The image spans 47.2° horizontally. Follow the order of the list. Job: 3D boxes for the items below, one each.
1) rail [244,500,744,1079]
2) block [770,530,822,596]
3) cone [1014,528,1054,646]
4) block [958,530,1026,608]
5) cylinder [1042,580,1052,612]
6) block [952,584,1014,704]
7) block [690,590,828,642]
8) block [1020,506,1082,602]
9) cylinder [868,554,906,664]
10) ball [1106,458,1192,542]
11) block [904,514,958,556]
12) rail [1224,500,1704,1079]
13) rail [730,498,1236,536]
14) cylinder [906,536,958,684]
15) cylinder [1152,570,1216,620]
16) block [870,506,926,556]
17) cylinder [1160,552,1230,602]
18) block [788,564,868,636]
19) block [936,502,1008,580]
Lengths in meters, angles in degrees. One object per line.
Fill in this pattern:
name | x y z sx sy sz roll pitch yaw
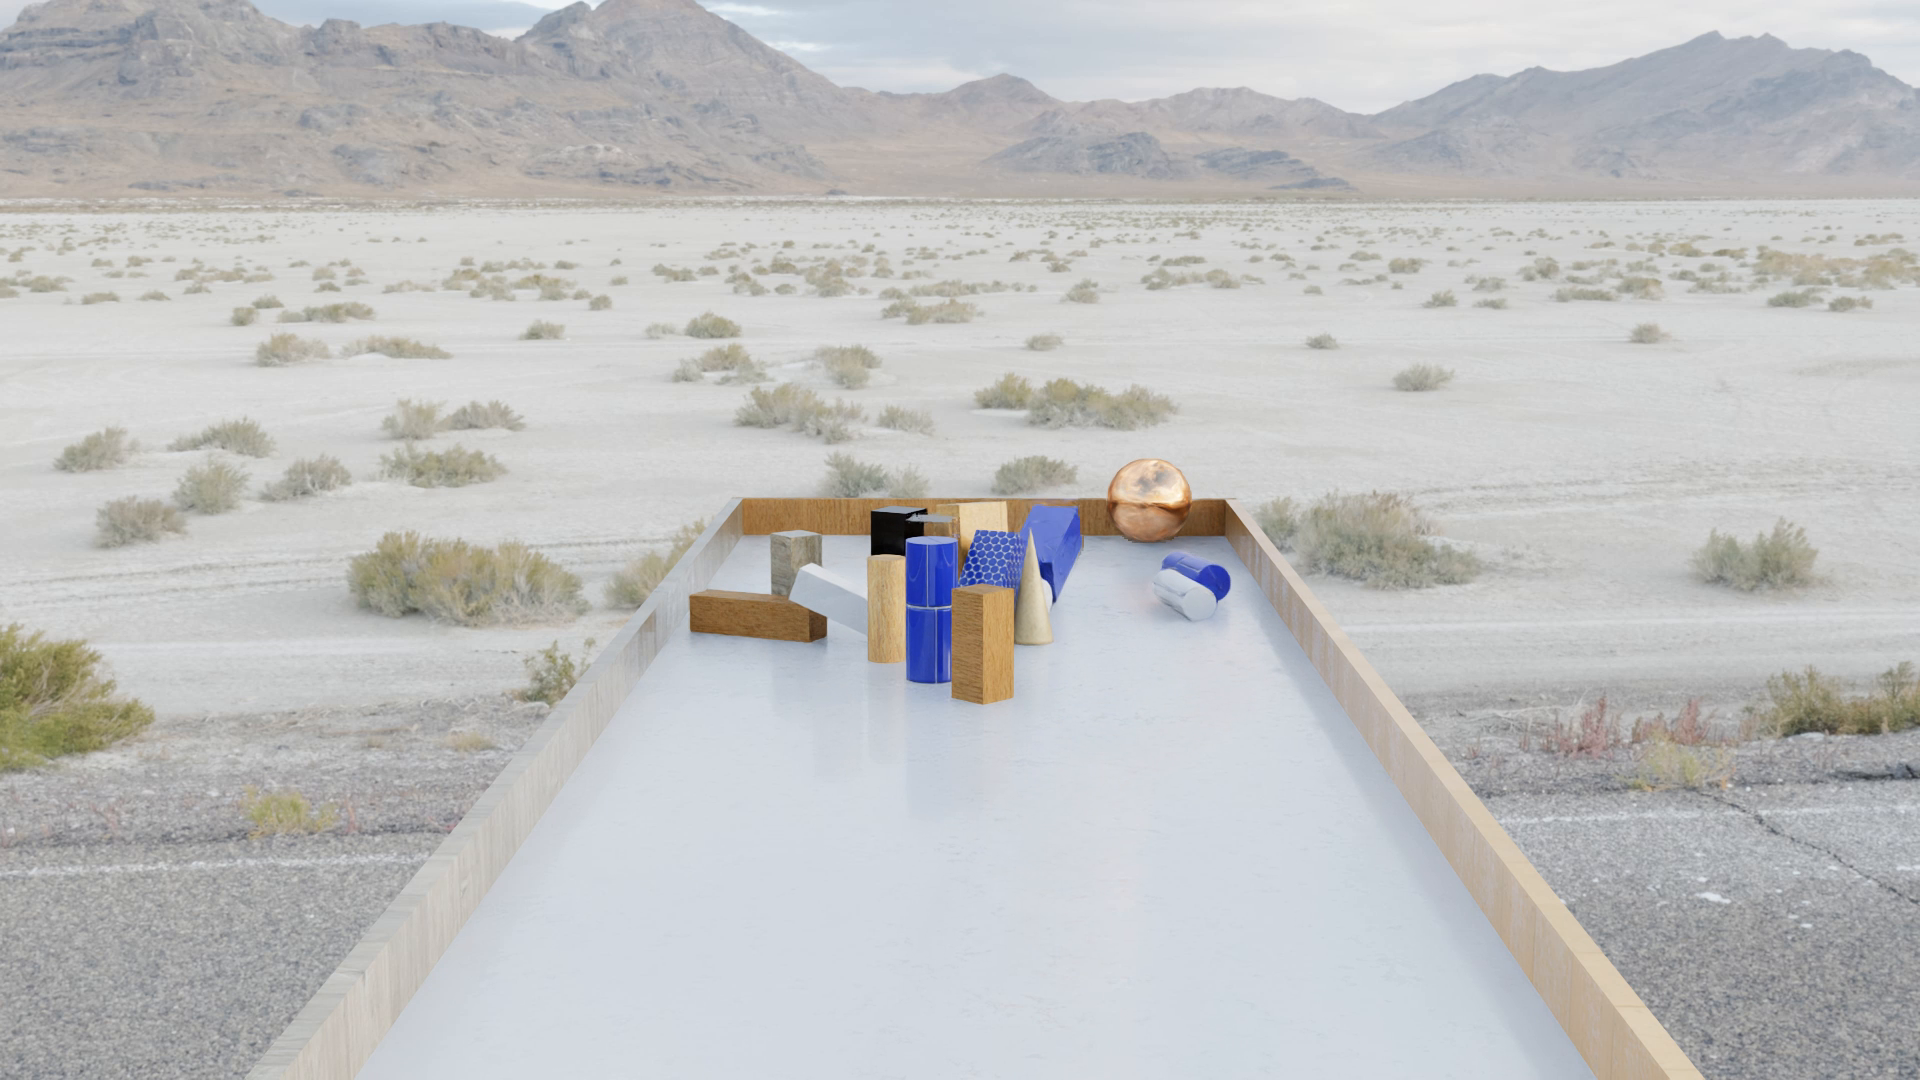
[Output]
rail | -1.004 0.839 3.234 0.050 0.150 12.000 0 9 1
block | -0.537 0.129 7.230 0.121 0.303 0.121 -7 11 -37
cone | 0.225 0.139 6.950 0.144 0.368 0.144 -1 9 0
block | 0.098 0.146 7.005 0.150 0.319 0.150 4 -31 26
cylinder | 0.140 0.183 7.410 0.328 0.139 0.139 8 12 40
block | 0.064 0.291 6.178 0.124 0.312 0.124 9 13 44
block | -0.651 0.243 7.091 0.440 0.120 0.120 4 10 24
block | 0.300 0.046 7.781 0.163 0.163 0.382 3 31 17
cylinder | -0.223 0.209 6.687 0.117 0.314 0.117 0 9 0
ball | 0.769 -0.162 8.930 0.345 0.345 0.345 0 9 0
block | -0.092 0.123 6.991 0.141 0.387 0.141 2 9 11
rail | 1.046 0.843 3.208 0.050 0.150 12.000 0 9 1
rail | 0.099 -0.098 9.147 2.100 0.150 0.050 0 9 1
cylinder | -0.082 0.203 6.414 0.152 0.410 0.152 0 9 0
cylinder | 0.758 0.185 7.470 0.117 0.117 0.342 -2 9 -12
block | -0.199 0.091 7.204 0.134 0.385 0.134 5 10 28
cylinder | 0.831 0.129 7.776 0.132 0.132 0.315 -3 9 -17
block | -0.326 0.209 6.905 0.400 0.108 0.108 24 15 12
block | 0.047 0.074 7.237 0.173 0.390 0.173 -4 3 -26
